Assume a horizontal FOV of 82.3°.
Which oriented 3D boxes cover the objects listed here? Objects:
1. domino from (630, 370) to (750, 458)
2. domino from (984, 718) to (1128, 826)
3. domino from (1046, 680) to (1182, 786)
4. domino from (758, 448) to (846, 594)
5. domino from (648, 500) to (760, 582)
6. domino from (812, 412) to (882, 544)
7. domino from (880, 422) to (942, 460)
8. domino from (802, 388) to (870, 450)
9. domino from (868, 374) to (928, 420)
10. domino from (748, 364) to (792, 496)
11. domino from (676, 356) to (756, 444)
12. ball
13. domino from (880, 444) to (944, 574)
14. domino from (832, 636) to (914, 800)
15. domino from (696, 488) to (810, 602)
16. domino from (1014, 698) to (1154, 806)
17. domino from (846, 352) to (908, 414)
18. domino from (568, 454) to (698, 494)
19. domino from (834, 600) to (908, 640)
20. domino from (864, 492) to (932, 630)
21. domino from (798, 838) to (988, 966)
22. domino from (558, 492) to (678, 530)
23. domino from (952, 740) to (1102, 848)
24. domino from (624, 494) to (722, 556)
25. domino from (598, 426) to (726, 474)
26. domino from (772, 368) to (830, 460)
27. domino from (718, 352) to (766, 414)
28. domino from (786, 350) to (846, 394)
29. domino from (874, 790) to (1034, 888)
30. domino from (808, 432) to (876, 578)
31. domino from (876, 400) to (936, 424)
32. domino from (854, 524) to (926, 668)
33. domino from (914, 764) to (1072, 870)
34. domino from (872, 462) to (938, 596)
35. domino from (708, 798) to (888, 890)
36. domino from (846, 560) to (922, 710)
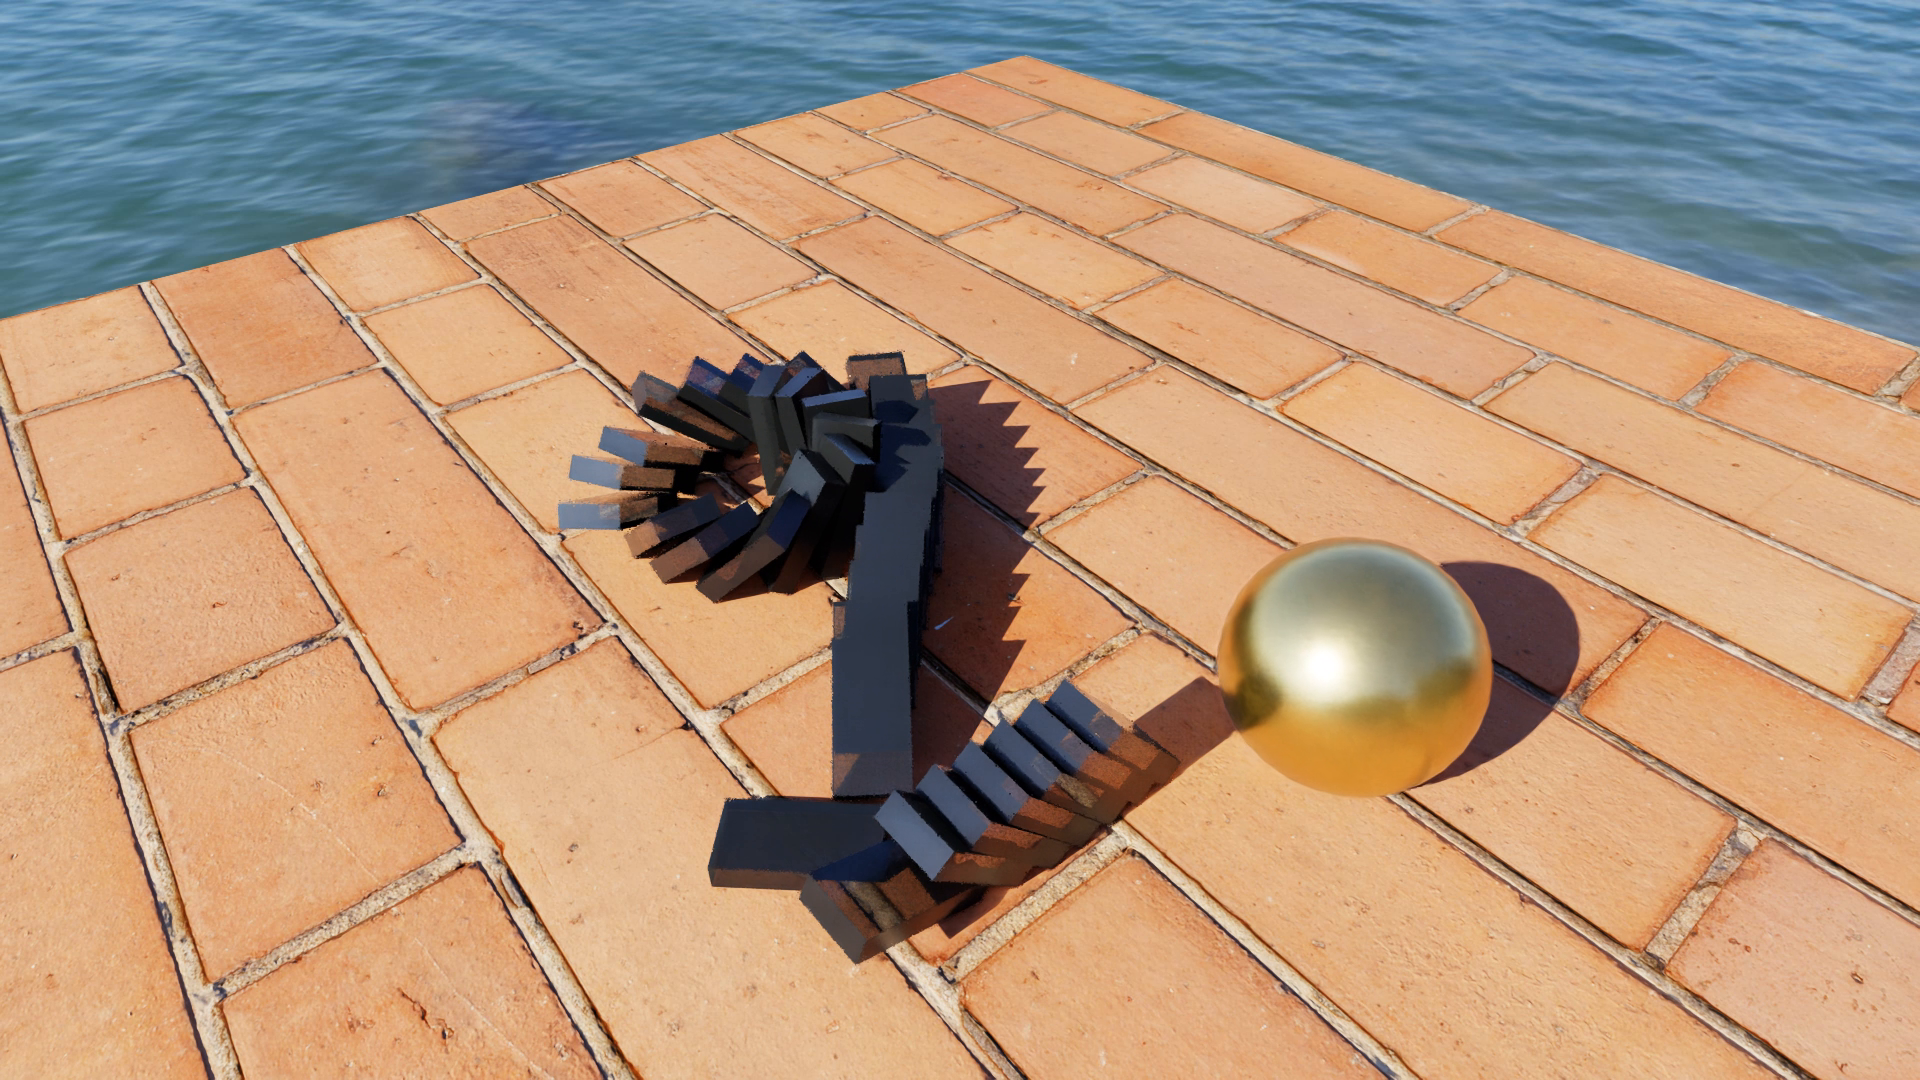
[{"bbox_3d":[-0.119,-0.055,0.487,0.050,0.010,0.025,24,21,-35],"label":"domino"},{"bbox_3d":[0.029,0.070,0.330,0.025,0.050,0.010,38,92,37],"label":"domino"},{"bbox_3d":[0.048,0.060,0.342,0.025,0.050,0.009,38,92,37],"label":"domino"},{"bbox_3d":[-0.063,-0.007,0.422,0.010,0.050,0.025,11,27,-41],"label":"domino"},{"bbox_3d":[-0.097,0.001,0.417,0.025,0.010,0.050,-40,11,-34],"label":"domino"},{"bbox_3d":[-0.046,-0.024,0.441,0.025,0.050,0.009,10,24,12],"label":"domino"},{"bbox_3d":[-0.021,-0.023,0.450,0.025,0.009,0.050,1,74,1],"label":"domino"},{"bbox_3d":[-0.049,-0.036,0.454,0.025,0.050,0.009,-12,31,-14],"label":"domino"},{"bbox_3d":[-0.025,-0.047,0.478,0.025,0.010,0.050,-3,75,-9],"label":"domino"},{"bbox_3d":[-0.078,-0.046,0.468,0.009,0.050,0.025,3,39,9],"label":"domino"},{"bbox_3d":[-0.101,-0.061,0.495,0.050,0.010,0.025,30,32,-21],"label":"domino"},{"bbox_3d":[0.121,0.039,0.340,0.080,0.080,0.080,0,39,0],"label":"ball"},{"bbox_3d":[-0.019,-0.012,0.437,0.025,0.009,0.050,1,75,1],"label":"domino"},{"bbox_3d":[-0.028,0.057,0.354,0.025,0.010,0.050,-2,71,-2],"label":"domino"},{"bbox_3d":[-0.078,0.003,0.413,0.010,0.050,0.025,41,43,-19],"label":"domino"},{"bbox_3d":[0.039,0.065,0.336,0.025,0.050,0.009,38,92,37],"label":"domino"},{"bbox_3d":[-0.034,-0.059,0.493,0.025,0.010,0.050,-8,73,-19],"label":"domino"},{"bbox_3d":[-0.134,-0.027,0.454,0.025,0.010,0.050,13,5,20],"label":"domino"},{"bbox_3d":[-0.029,0.046,0.368,0.025,0.009,0.050,-2,71,-2],"label":"domino"},{"bbox_3d":[-0.024,0.008,0.412,0.025,0.010,0.050,2,75,1],"label":"domino"},{"bbox_3d":[-0.017,0.097,0.308,0.025,0.010,0.050,38,29,32],"label":"domino"},{"bbox_3d":[-0.135,-0.012,0.437,0.025,0.010,0.050,1,8,11],"label":"domino"},{"bbox_3d":[0.020,0.075,0.324,0.025,0.050,0.009,38,92,37],"label":"domino"},{"bbox_3d":[-0.112,-0.005,0.426,0.025,0.009,0.050,-26,5,-28],"label":"domino"},{"bbox_3d":[-0.126,-0.038,0.469,0.025,0.010,0.050,21,9,24],"label":"domino"},{"bbox_3d":[-0.062,-0.045,0.465,0.010,0.050,0.025,7,38,27],"label":"domino"},{"bbox_3d":[-0.082,-0.061,0.496,0.050,0.010,0.025,34,37,-15],"label":"domino"},{"bbox_3d":[-0.061,-0.060,0.496,0.050,0.009,0.025,42,46,-4],"label":"domino"},{"bbox_3d":[0.000,0.085,0.312,0.025,0.050,0.009,38,94,34],"label":"domino"},{"bbox_3d":[-0.050,-0.013,0.428,0.009,0.050,0.025,-3,33,-40],"label":"domino"},{"bbox_3d":[-0.022,-0.034,0.463,0.025,0.009,0.050,-2,74,-2],"label":"domino"},{"bbox_3d":[-0.026,0.020,0.398,0.025,0.009,0.050,2,74,2],"label":"domino"},{"bbox_3d":[0.010,0.080,0.318,0.025,0.050,0.010,39,93,37],"label":"domino"},{"bbox_3d":[-0.022,-0.004,0.425,0.025,0.010,0.050,2,75,1],"label":"domino"},{"bbox_3d":[-0.048,0.092,0.331,0.050,0.010,0.025,2,39,2],"label":"domino"},{"bbox_3d":[-0.027,0.033,0.383,0.025,0.009,0.050,2,72,2],"label":"domino"}]
